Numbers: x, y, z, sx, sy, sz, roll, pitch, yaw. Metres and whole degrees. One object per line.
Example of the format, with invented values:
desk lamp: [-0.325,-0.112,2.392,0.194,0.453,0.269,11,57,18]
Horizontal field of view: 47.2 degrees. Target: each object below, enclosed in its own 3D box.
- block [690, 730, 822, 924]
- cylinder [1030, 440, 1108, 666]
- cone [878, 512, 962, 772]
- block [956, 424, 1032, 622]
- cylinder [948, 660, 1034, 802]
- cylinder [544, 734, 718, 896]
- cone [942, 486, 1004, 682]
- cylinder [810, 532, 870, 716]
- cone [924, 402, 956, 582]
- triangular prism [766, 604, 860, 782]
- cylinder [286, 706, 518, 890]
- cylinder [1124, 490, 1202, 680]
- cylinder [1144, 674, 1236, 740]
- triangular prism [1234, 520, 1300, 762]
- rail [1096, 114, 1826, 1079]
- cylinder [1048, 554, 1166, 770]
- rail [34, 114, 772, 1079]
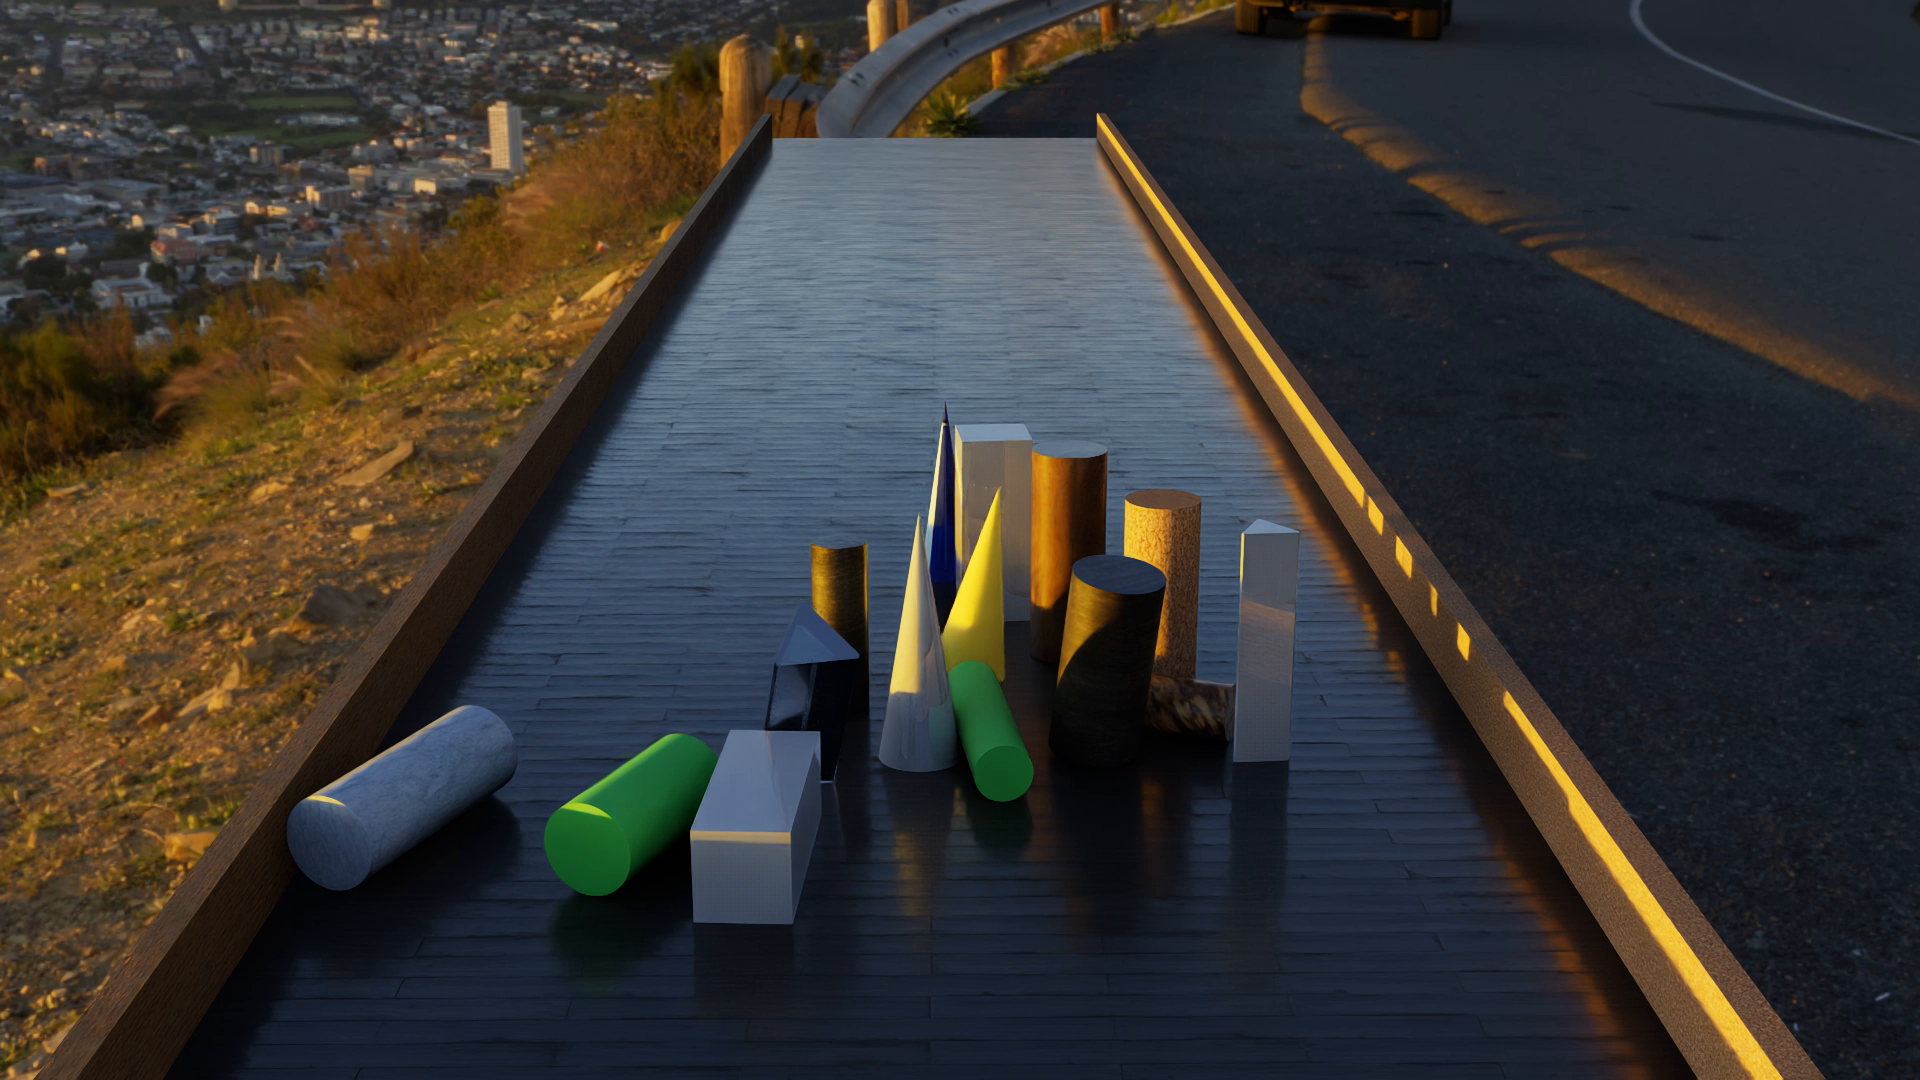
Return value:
block: [-0.315,0.445,3.468,0.149,0.149,0.406,1,17,3]
cylinder: [0.216,0.027,4.383,0.149,0.429,0.149,0,17,0]
cone: [-0.071,0.168,3.864,0.149,0.455,0.149,0,17,0]
block: [0.070,-0.037,4.661,0.147,0.393,0.147,-2,17,-5]
cylinder: [0.048,0.335,3.922,0.103,0.103,0.427,-2,17,-7]
cylinder: [-0.513,0.433,3.501,0.153,0.153,0.309,7,18,21]
cone: [0.045,0.077,4.235,0.148,0.396,0.148,8,24,-3]
cylinder: [-0.224,0.158,4.120,0.105,0.328,0.105,0,17,0]
cone: [-0.032,-0.115,4.904,0.115,0.405,0.115,0,17,0]
triangular prism: [-0.270,0.263,3.702,0.138,0.355,0.120,-5,51,-16]
cylinder: [-0.897,0.411,3.568,0.157,0.157,0.416,6,18,20]
cylinder: [0.378,0.115,4.140,0.141,0.399,0.141,0,17,0]
cylinder: [0.346,0.298,4.044,0.315,0.104,0.104,6,18,20]
triangular prism: [0.531,0.178,3.889,0.100,0.422,0.086,-2,17,-6]
rail: [0.932,-0.844,7.801,0.050,0.150,12.000,0,17,-1]
cylinder: [0.257,0.215,3.868,0.164,0.341,0.164,6,23,-2]
rail: [-1.118,-0.838,7.780,0.050,0.150,12.000,0,17,-1]
